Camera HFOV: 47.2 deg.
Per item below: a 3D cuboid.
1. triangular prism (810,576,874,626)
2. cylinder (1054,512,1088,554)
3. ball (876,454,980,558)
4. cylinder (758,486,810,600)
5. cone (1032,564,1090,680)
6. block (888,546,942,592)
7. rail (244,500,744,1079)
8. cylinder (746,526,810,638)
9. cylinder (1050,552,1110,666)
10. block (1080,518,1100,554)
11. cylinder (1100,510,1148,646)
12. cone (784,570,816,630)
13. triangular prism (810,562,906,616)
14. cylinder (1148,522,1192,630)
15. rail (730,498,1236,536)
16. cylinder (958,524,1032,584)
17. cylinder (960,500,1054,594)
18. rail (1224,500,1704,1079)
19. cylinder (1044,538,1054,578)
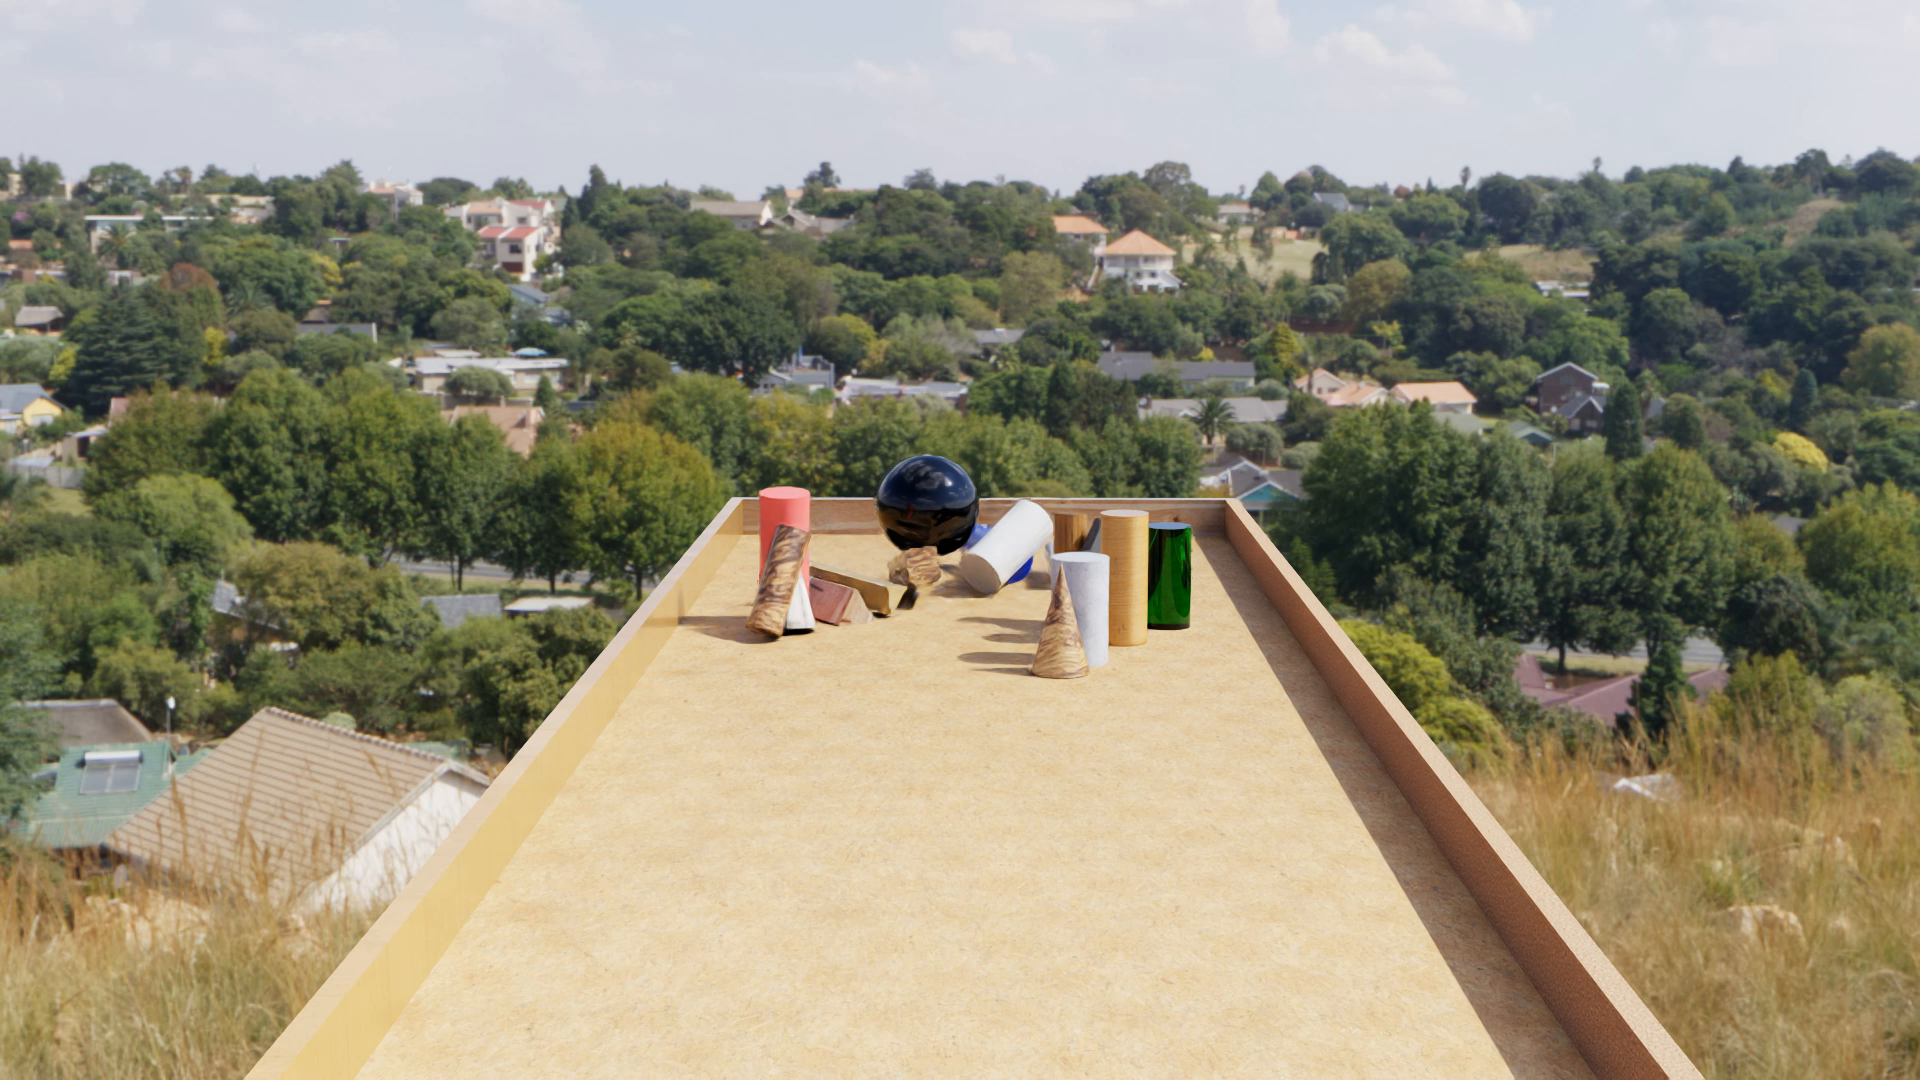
[{"bbox_3d":[-0.438,0.198,7.368,0.135,0.117,0.329,-7,11,-35],"label":"triangular prism"},{"bbox_3d":[0.359,0.094,7.234,0.107,0.361,0.107,2,3,0],"label":"cylinder"},{"bbox_3d":[-0.116,-0.119,7.867,0.373,0.373,0.373,0,9,0],"label":"ball"},{"bbox_3d":[-0.579,0.054,7.244,0.166,0.431,0.166,1,15,0],"label":"cylinder"},{"bbox_3d":[0.299,0.230,6.497,0.177,0.333,0.177,0,9,0],"label":"cone"},{"bbox_3d":[-0.160,0.106,7.633,0.111,0.111,0.355,-8,-7,-13],"label":"block"},{"bbox_3d":[-1.004,0.839,3.234,0.050,0.150,12.000,0,9,1],"label":"rail"},{"bbox_3d":[-0.578,0.133,7.025,0.113,0.345,0.113,14,-15,4],"label":"cylinder"},{"bbox_3d":[0.363,0.209,6.662,0.175,0.321,0.175,0,9,0],"label":"cylinder"},{"bbox_3d":[0.429,0.109,7.131,0.105,0.351,0.105,25,-5,-12],"label":"block"},{"bbox_3d":[0.517,0.119,6.938,0.152,0.413,0.152,0,9,0],"label":"cylinder"},{"bbox_3d":[-0.548,0.125,7.129,0.162,0.321,0.162,-1,0,0],"label":"cone"},{"bbox_3d":[-0.411,0.132,7.475,0.456,0.112,0.097,14,-26,31],"label":"triangular prism"},{"bbox_3d":[0.680,0.118,7.203,0.155,0.333,0.155,0,9,0],"label":"cylinder"},{"bbox_3d":[0.099,-0.098,9.147,2.100,0.150,0.050,0,9,1],"label":"rail"},{"bbox_3d":[0.129,0.047,8.195,0.162,0.162,0.410,-3,9,-16],"label":"cylinder"},{"bbox_3d":[0.169,0.025,7.854,0.176,0.176,0.335,8,40,41],"label":"cylinder"},{"bbox_3d":[1.046,0.843,3.208,0.050,0.150,12.000,0,9,1],"label":"rail"},{"bbox_3d":[0.383,0.086,8.050,0.131,0.131,0.417,0,9,-1],"label":"cylinder"}]
